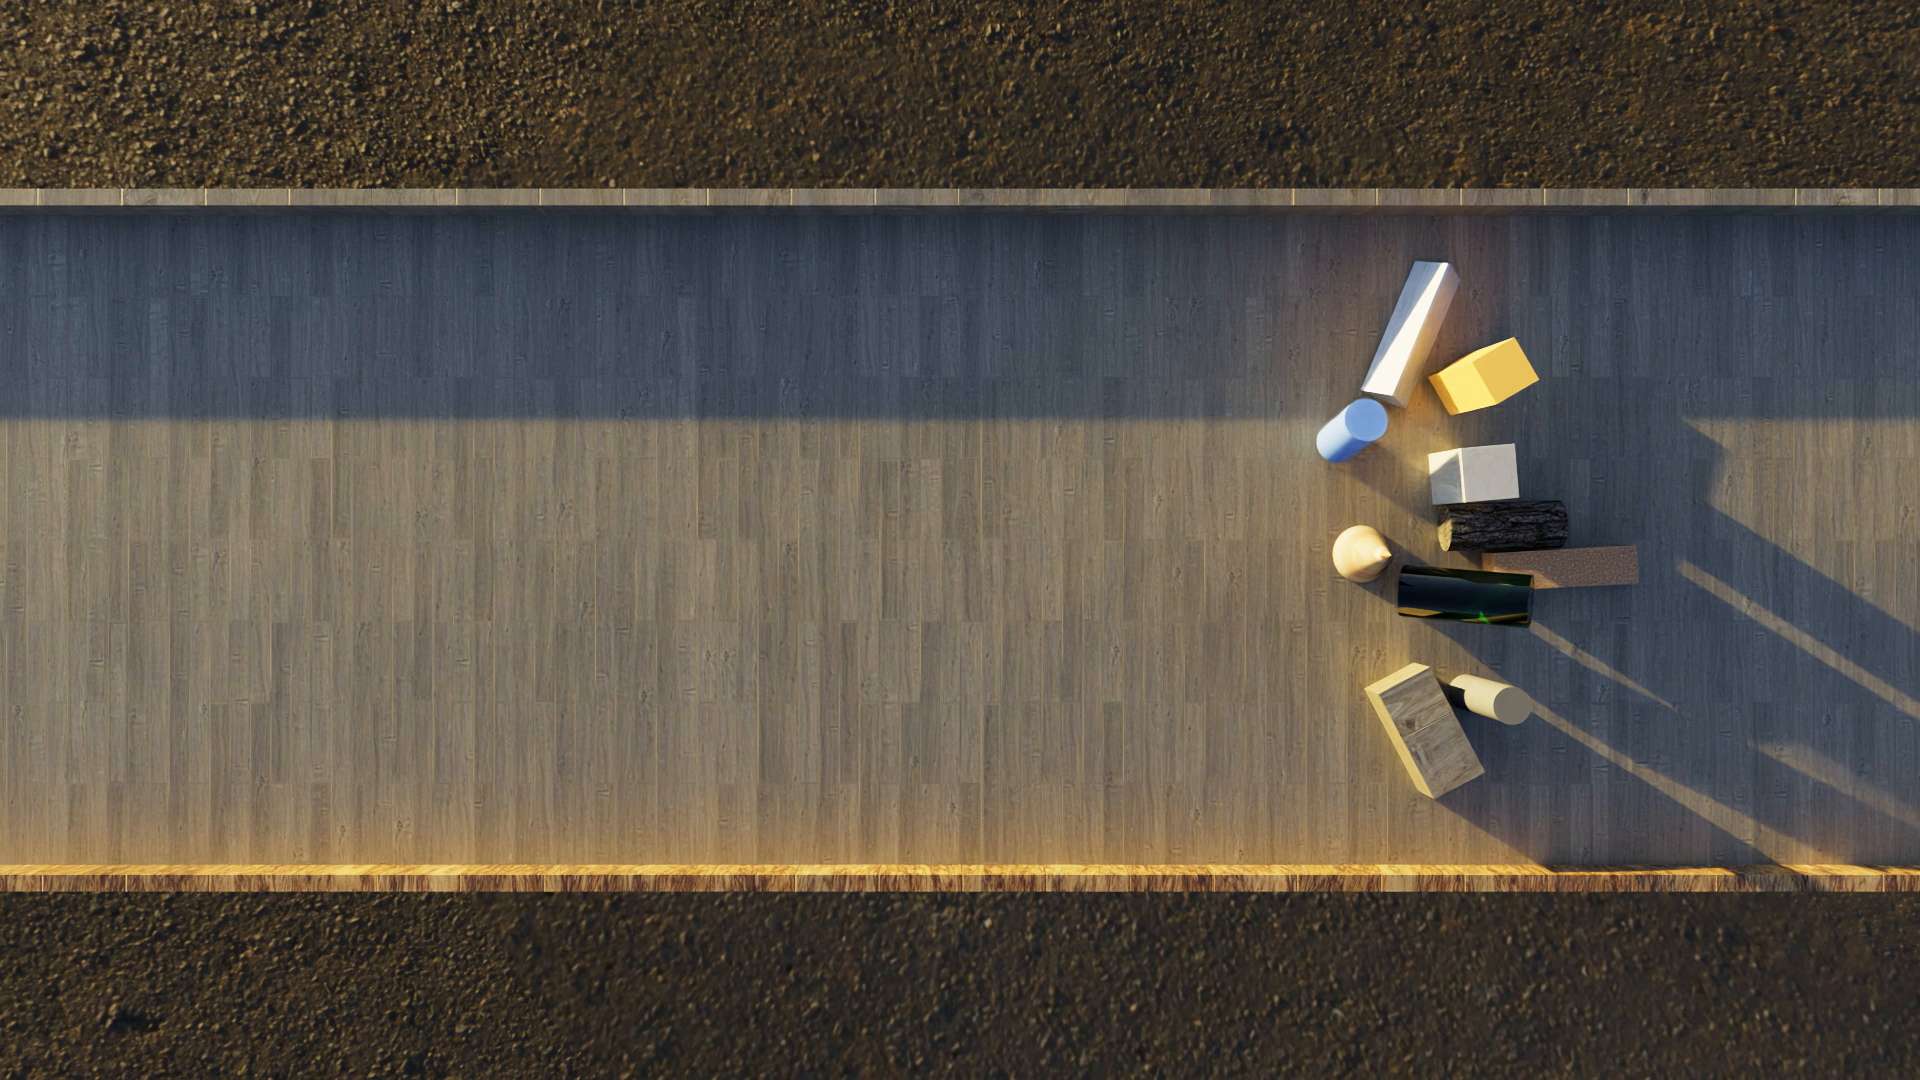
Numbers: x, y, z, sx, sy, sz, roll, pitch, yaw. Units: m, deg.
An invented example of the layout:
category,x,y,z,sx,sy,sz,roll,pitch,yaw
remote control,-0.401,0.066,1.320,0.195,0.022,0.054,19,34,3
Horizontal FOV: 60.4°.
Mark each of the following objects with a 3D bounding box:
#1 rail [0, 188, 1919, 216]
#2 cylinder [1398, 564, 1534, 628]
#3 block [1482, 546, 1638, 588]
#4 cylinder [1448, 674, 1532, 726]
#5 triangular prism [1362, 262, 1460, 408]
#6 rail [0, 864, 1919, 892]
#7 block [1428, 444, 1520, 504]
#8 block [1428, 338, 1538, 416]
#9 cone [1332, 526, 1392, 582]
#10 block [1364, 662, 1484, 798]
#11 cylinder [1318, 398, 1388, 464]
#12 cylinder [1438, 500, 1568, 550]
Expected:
category,x,y,z,sx,sy,sz,roll,pitch,yaw
rail,-2.247,-1.025,5.002,12.000,0.150,0.050,0,90,0
cylinder,1.511,0.167,4.927,0.371,0.158,0.158,5,90,25
block,1.824,0.084,5.020,0.431,0.114,0.114,-3,90,0
cylinder,1.558,0.468,4.864,0.108,0.425,0.108,0,90,0
triangular prism,1.384,-0.630,5.009,0.148,0.128,0.431,23,90,0
rail,-2.247,1.025,5.001,12.000,0.150,0.050,0,90,0
block,1.526,-0.193,4.913,0.156,0.327,0.156,-5,90,0
block,1.532,-0.476,4.850,0.137,0.452,0.137,-30,90,1
cone,1.236,0.044,4.901,0.177,0.351,0.177,0,90,0
block,1.403,0.574,4.990,0.172,0.172,0.354,-28,90,0
cylinder,1.163,-0.321,4.902,0.126,0.334,0.126,0,82,-1
cylinder,1.645,-0.043,5.005,0.349,0.143,0.143,-2,90,0
